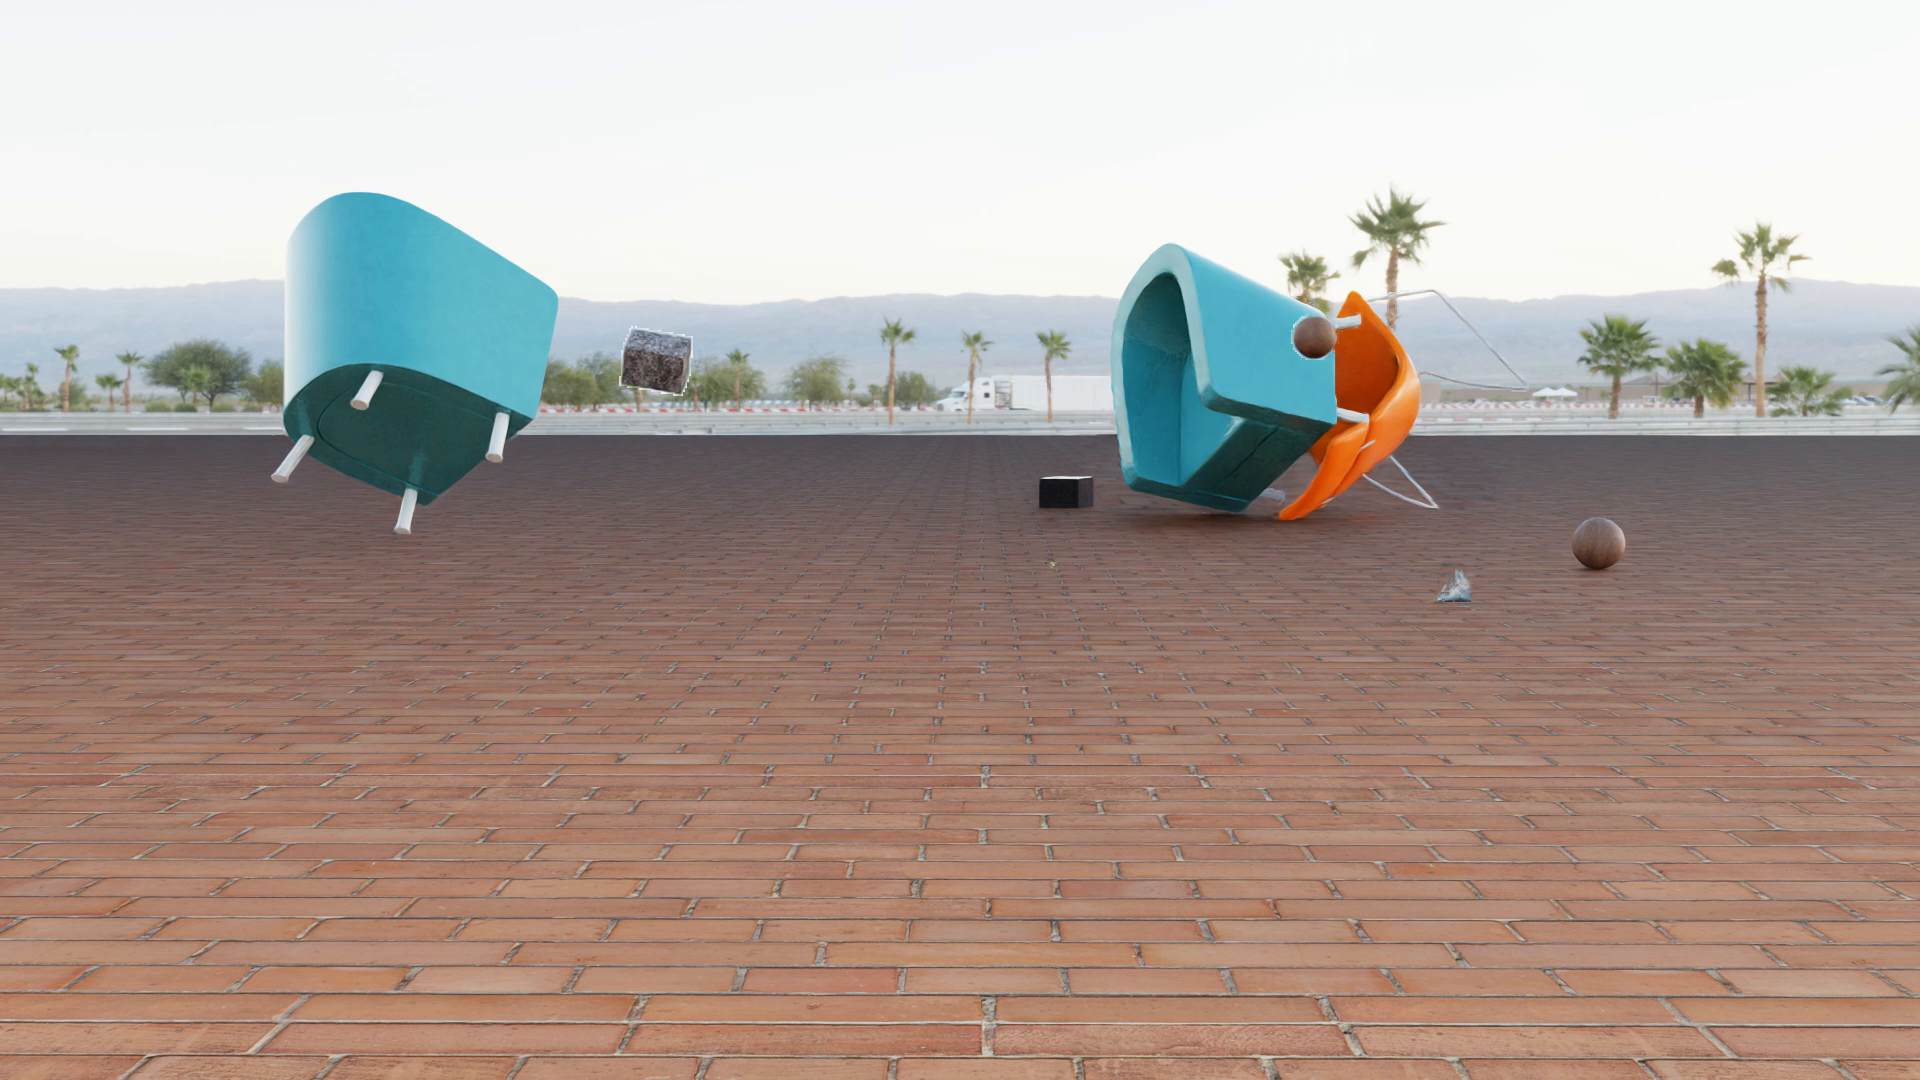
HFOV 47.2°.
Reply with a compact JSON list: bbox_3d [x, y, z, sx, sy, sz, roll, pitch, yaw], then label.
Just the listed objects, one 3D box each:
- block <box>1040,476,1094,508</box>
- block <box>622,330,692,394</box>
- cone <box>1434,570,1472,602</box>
[{"bbox_3d":[0.407,-0.182,8.385,0.153,0.111,0.209,1,4,19],"label":"block"},{"bbox_3d":[-0.978,-0.576,7.090,0.192,0.132,0.135,10,33,-1],"label":"block"},{"bbox_3d":[1.025,0.113,4.620,0.053,0.079,0.080,24,-42,-38],"label":"cone"}]
